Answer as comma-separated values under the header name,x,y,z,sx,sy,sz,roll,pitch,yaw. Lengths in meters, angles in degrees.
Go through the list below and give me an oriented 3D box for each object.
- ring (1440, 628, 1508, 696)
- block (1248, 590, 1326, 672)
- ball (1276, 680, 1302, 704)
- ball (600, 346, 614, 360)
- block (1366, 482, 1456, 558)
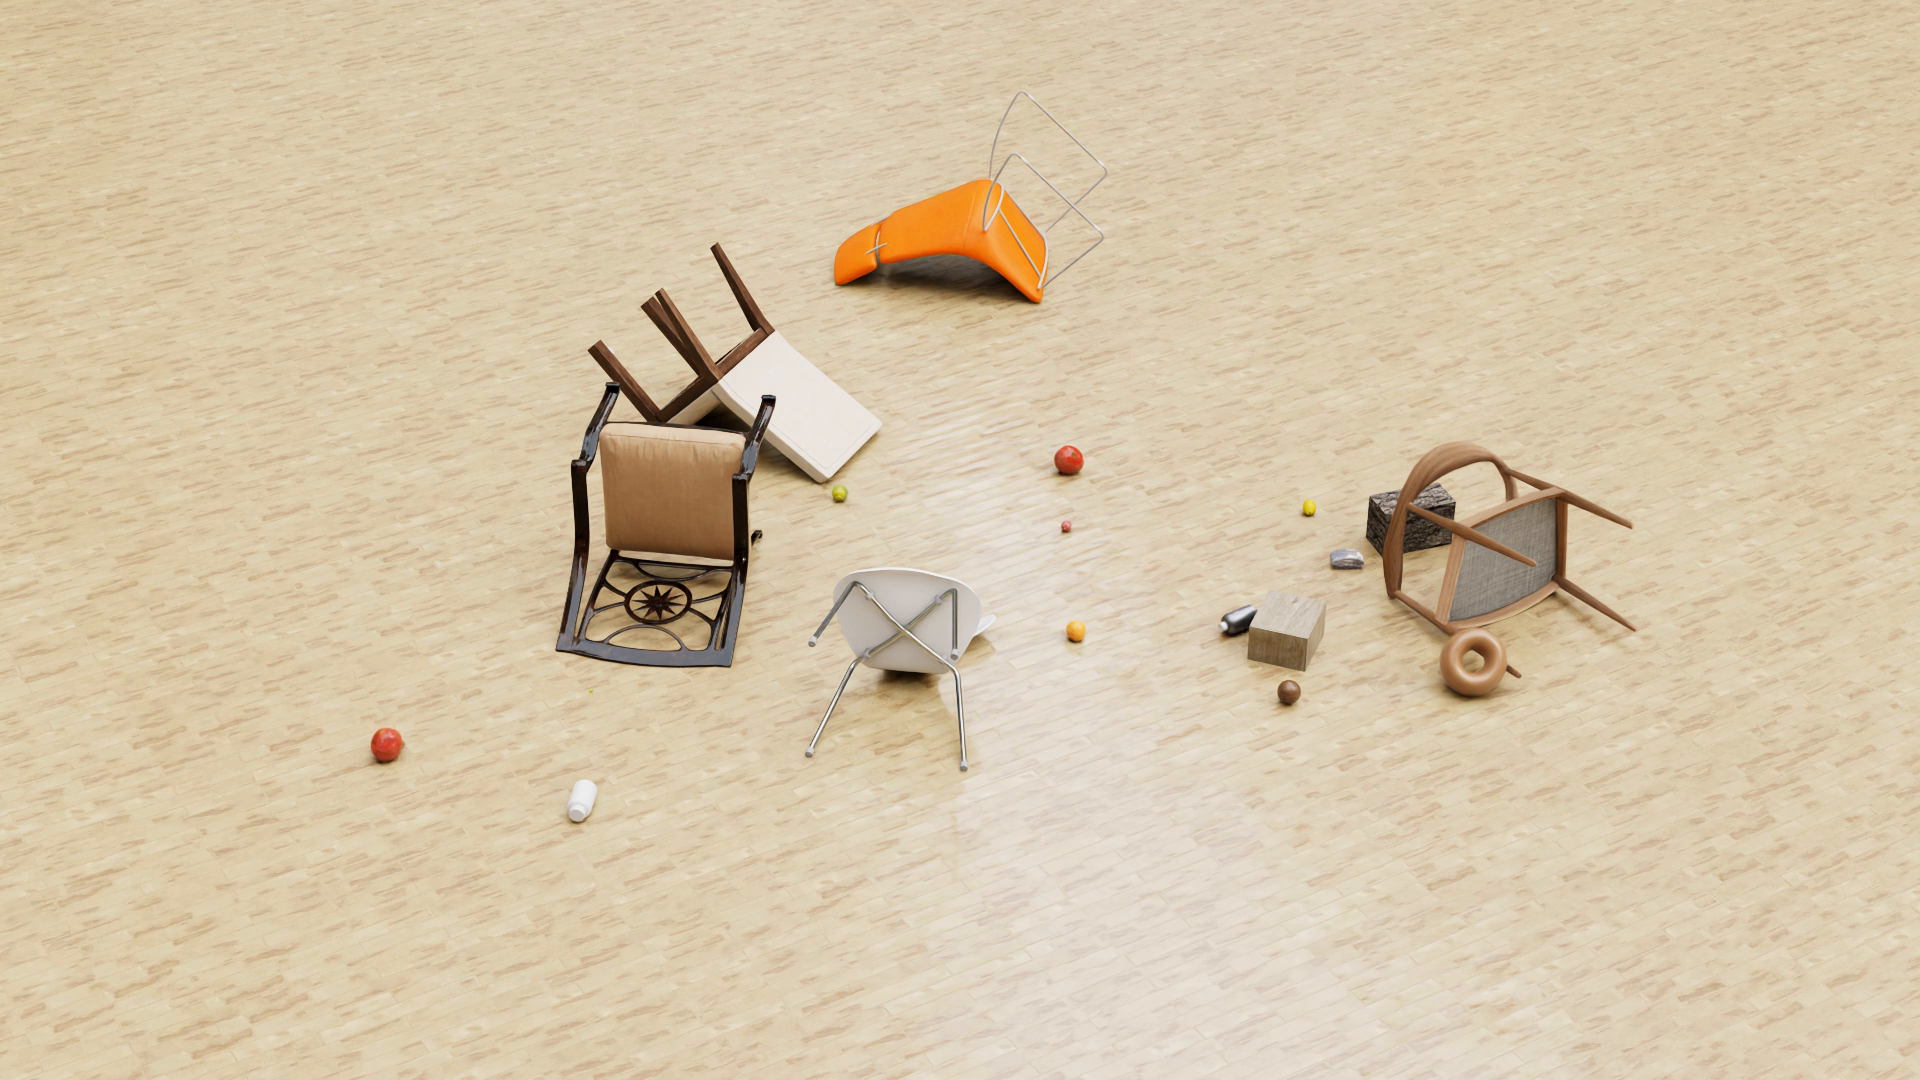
name,x,y,z,sx,sy,sz,roll,pitch,yaw
ring,1.772,0.420,10.122,0.231,0.118,0.242,26,82,4
block,1.153,0.318,10.332,0.210,0.142,0.244,12,35,18
ball,1.131,0.522,10.077,0.083,0.083,0.083,0,33,0
ball,-1.450,-0.767,12.058,0.057,0.057,0.057,0,33,0
block,1.673,-0.075,10.889,0.283,0.187,0.145,-11,35,-16
